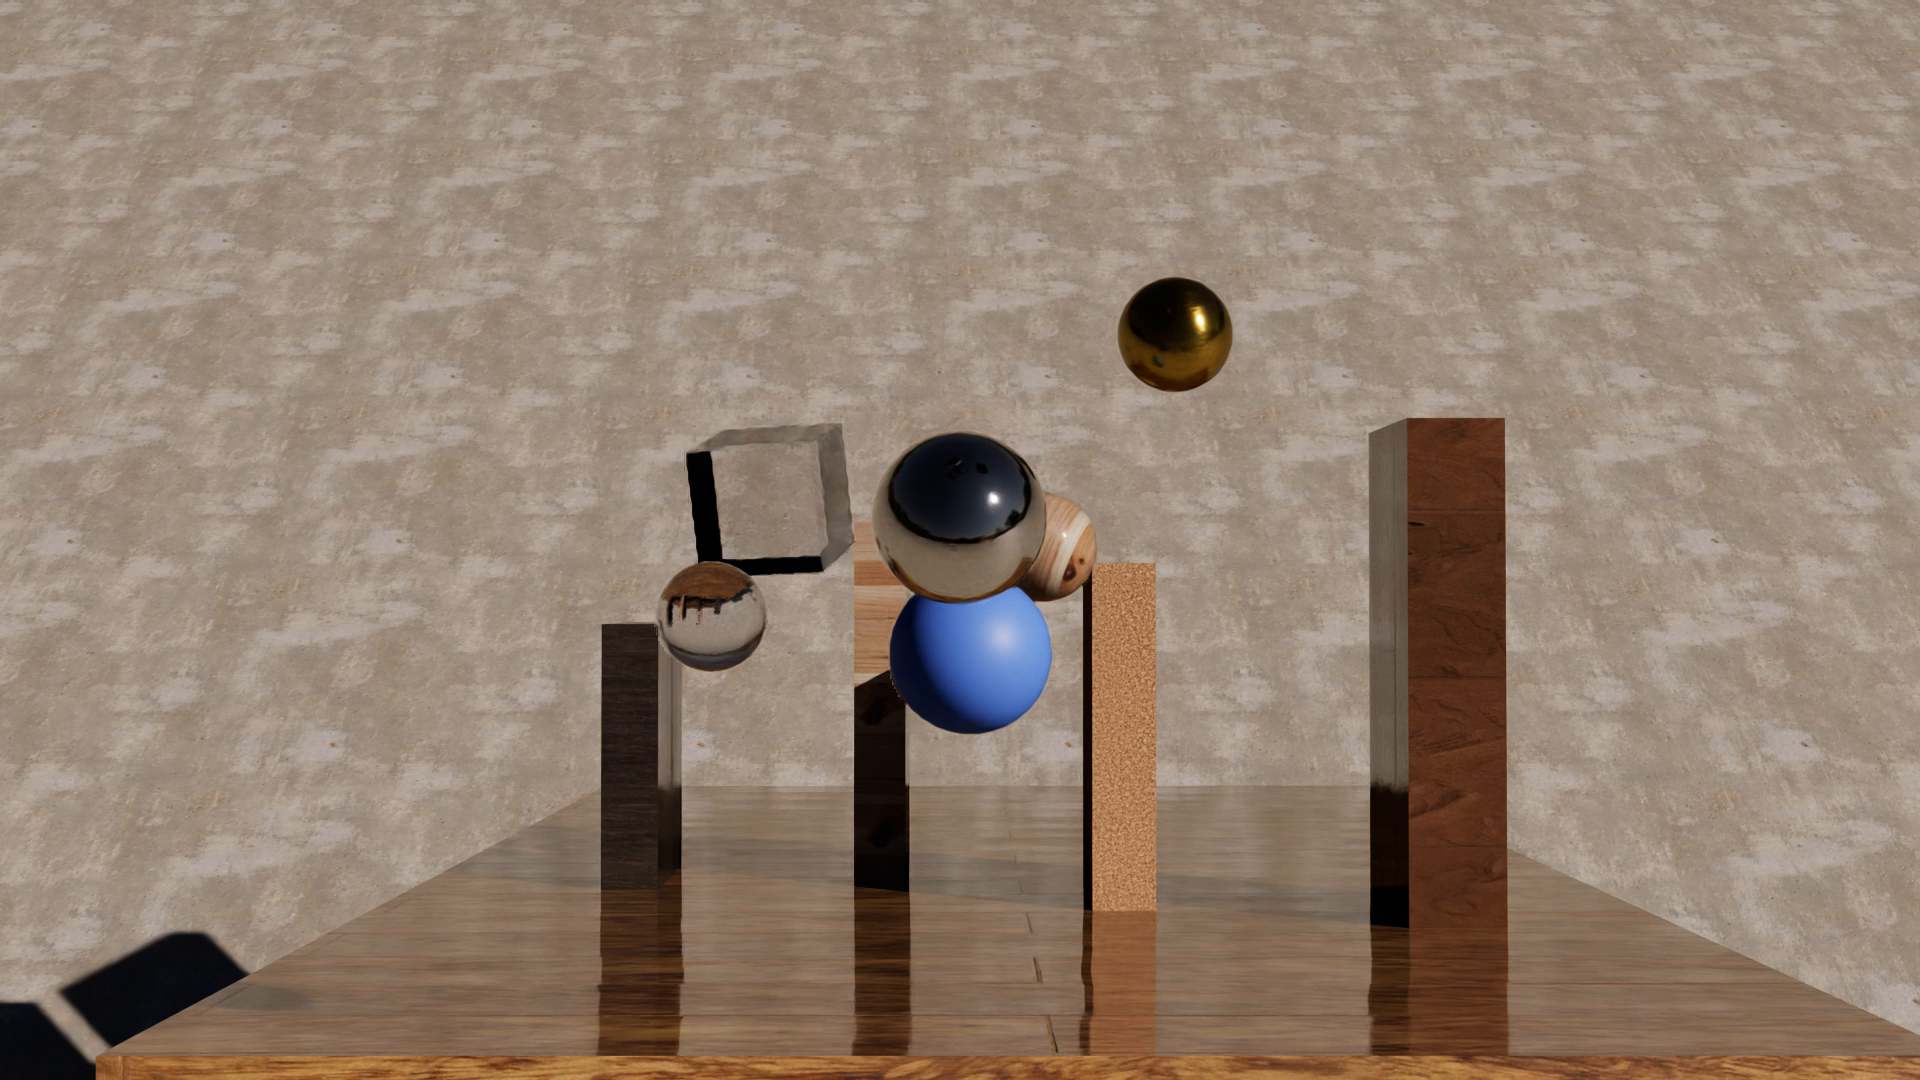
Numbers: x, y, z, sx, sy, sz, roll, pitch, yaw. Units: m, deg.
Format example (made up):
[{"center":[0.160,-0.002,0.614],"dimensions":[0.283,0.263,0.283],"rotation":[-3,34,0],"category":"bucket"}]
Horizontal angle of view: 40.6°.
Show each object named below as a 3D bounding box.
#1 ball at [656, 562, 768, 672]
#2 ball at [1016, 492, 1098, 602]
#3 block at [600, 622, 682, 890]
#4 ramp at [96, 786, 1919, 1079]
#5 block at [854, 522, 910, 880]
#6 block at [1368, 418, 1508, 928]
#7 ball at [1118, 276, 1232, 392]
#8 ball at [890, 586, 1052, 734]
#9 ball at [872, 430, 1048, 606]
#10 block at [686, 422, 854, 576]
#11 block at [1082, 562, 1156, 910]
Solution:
[{"center":[-0.253,0.078,2.646],"dimensions":[0.113,0.113,0.113],"rotation":[0,34,0],"category":"ball"},{"center":[0.092,0.008,2.898],"dimensions":[0.123,0.123,0.123],"rotation":[0,34,0],"category":"ball"},{"center":[-0.556,0.369,4.554],"dimensions":[0.096,0.447,0.372],"rotation":[0,-1,0],"category":"block"},{"center":[0.074,0.647,4.776],"dimensions":[2.000,0.100,4.000],"rotation":[0,-1,0],"category":"ramp"},{"center":[-0.140,0.284,4.700],"dimensions":[0.089,0.623,0.372],"rotation":[0,-1,0],"category":"block"},{"center":[0.740,0.201,4.043],"dimensions":[0.146,0.759,0.364],"rotation":[0,-1,0],"category":"block"},{"center":[0.218,-0.208,2.626],"dimensions":[0.116,0.116,0.116],"rotation":[0,34,0],"category":"ball"},{"center":[0.010,0.108,2.476],"dimensions":[0.155,0.155,0.155],"rotation":[0,34,0],"category":"ball"},{"center":[0.000,-0.019,2.278],"dimensions":[0.154,0.154,0.154],"rotation":[0,34,0],"category":"ball"},{"center":[-0.210,-0.045,2.899],"dimensions":[0.140,0.140,0.140],"rotation":[-3,12,13],"category":"block"},{"center":[0.258,0.312,4.230],"dimensions":[0.100,0.545,0.306],"rotation":[0,-1,0],"category":"block"}]
